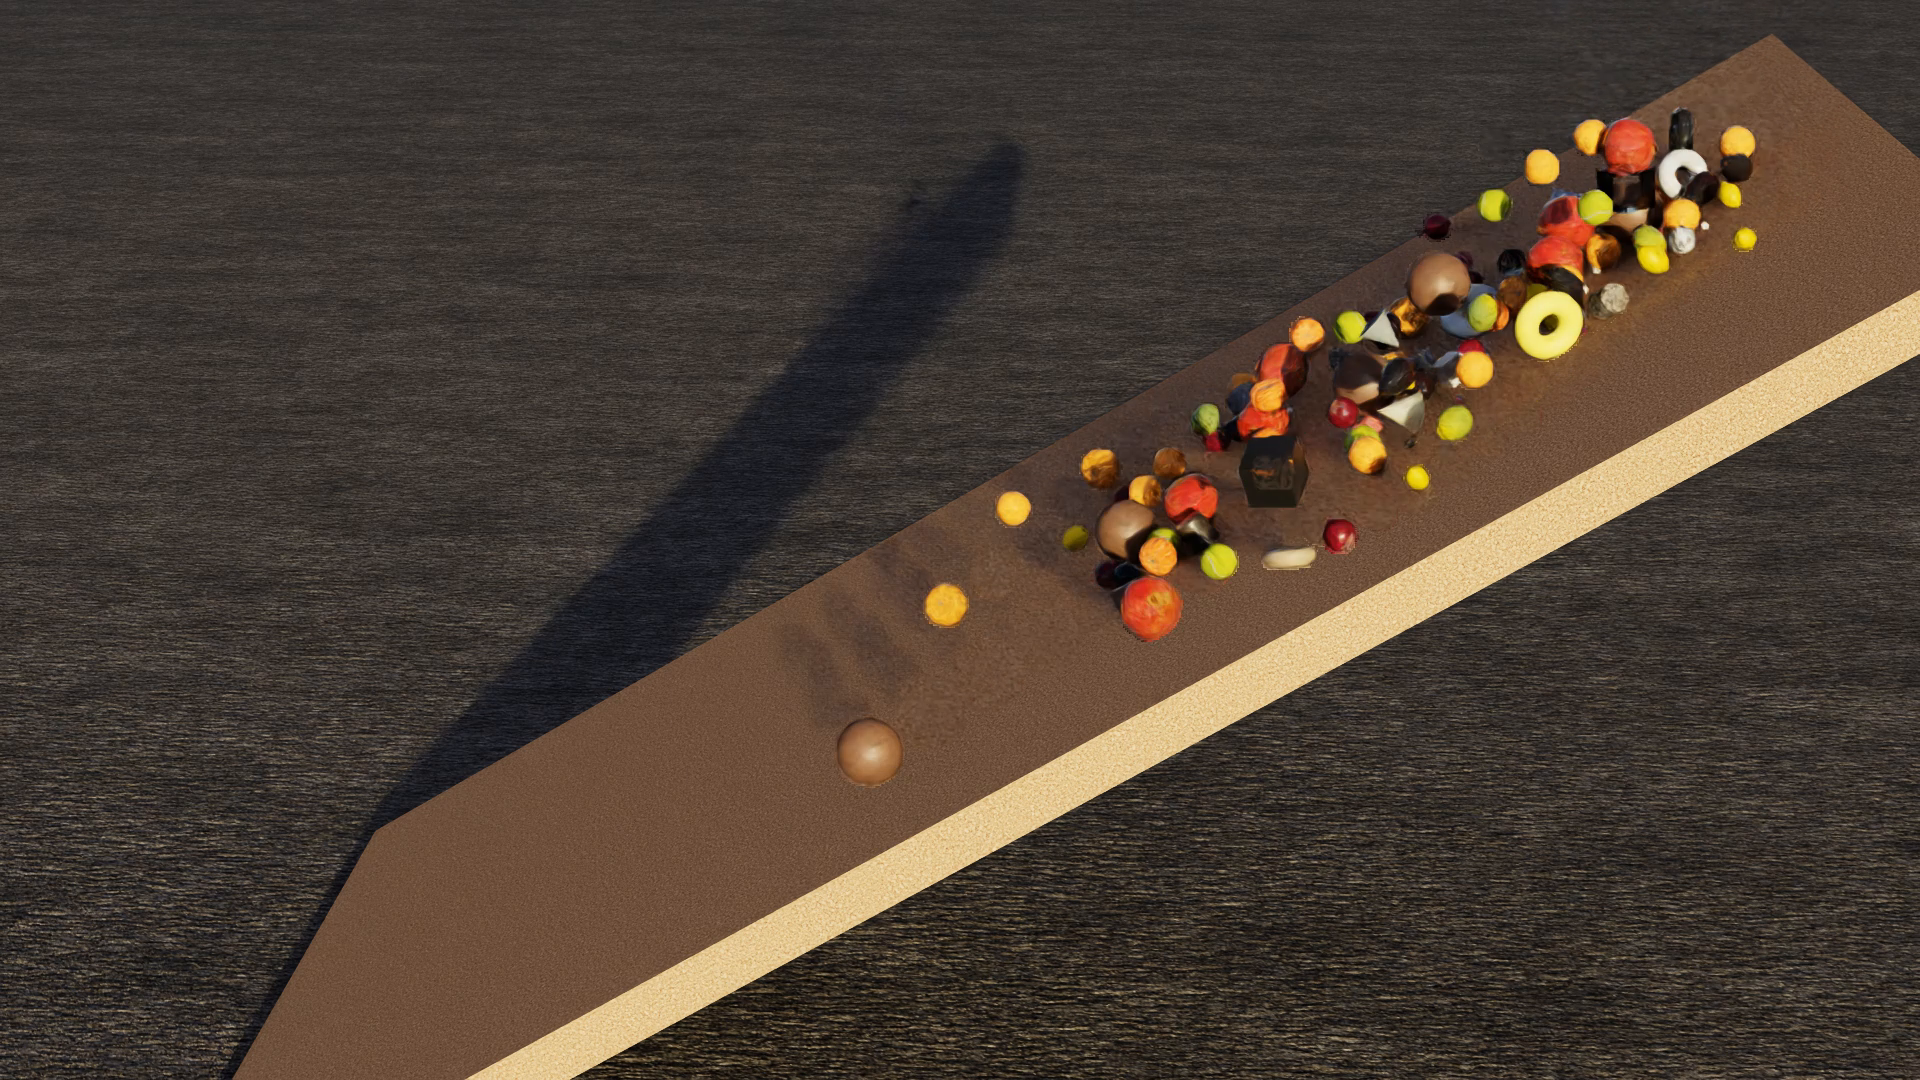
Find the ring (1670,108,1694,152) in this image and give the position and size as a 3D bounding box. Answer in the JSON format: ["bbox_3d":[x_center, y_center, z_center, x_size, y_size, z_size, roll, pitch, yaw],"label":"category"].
[{"bbox_3d":[1.530,-0.851,6.239,0.044,0.133,0.133,1,19,10],"label":"ring"}]

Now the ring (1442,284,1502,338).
[{"bbox_3d":[1.058,-0.473,6.083,0.134,0.045,0.134,-18,46,20],"label":"ring"}]

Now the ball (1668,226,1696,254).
[{"bbox_3d":[1.415,-0.588,5.763,0.054,0.054,0.054,0,19,0],"label":"ball"}]

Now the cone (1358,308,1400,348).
[{"bbox_3d":[0.826,-0.397,5.705,0.074,0.074,0.074,40,23,-3],"label":"cone"}]

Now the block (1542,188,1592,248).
[{"bbox_3d":[1.269,-0.673,6.147,0.082,0.082,0.082,15,-16,15],"label":"block"}]

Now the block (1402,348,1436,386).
[{"bbox_3d":[0.938,-0.350,5.984,0.052,0.052,0.052,-26,8,25],"label":"block"}]

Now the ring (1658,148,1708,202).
[{"bbox_3d":[1.470,-0.742,5.981,0.109,0.109,0.036,-5,1,-13],"label":"ring"}]

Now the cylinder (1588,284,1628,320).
[{"bbox_3d":[1.246,-0.459,5.654,0.057,0.057,0.057,-5,-10,-15],"label":"cylinder"}]

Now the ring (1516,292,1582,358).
[{"bbox_3d":[1.128,-0.413,5.639,0.137,0.137,0.046,-5,26,-14],"label":"ring"}]

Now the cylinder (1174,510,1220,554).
[{"bbox_3d":[0.472,-0.016,5.853,0.063,0.063,0.063,-40,8,7],"label":"cylinder"}]

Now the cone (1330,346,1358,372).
[{"bbox_3d":[0.842,-0.396,6.391,0.057,0.057,0.057,-10,22,-26],"label":"cone"}]

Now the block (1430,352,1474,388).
[{"bbox_3d":[0.982,-0.340,5.873,0.051,0.051,0.051,-36,15,-11],"label":"block"}]

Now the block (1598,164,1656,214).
[{"bbox_3d":[1.325,-0.699,5.848,0.078,0.078,0.078,-16,21,-28],"label":"block"}]

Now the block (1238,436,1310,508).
[{"bbox_3d":[0.591,-0.128,5.536,0.094,0.094,0.094,0,43,26],"label":"block"}]

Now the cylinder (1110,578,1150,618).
[{"bbox_3d":[0.334,0.113,5.759,0.057,0.057,0.057,-30,15,12],"label":"cylinder"}]

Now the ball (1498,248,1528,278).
[{"bbox_3d":[1.173,-0.588,6.247,0.062,0.062,0.062,0,19,0],"label":"ball"}]

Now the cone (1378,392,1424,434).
[{"bbox_3d":[0.845,-0.247,5.683,0.082,0.082,0.082,3,19,-10],"label":"cone"}]

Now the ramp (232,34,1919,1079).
[{"bbox_3d":[0.141,0.169,6.290,4.000,0.100,2.000,-30,15,13],"label":"ramp"}]

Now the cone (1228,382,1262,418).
[{"bbox_3d":[0.633,-0.286,6.375,0.082,0.082,0.082,-6,33,-18],"label":"cone"}]

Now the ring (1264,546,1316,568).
[{"bbox_3d":[0.609,0.032,5.427,0.098,0.033,0.098,-5,3,0],"label":"ring"}]
